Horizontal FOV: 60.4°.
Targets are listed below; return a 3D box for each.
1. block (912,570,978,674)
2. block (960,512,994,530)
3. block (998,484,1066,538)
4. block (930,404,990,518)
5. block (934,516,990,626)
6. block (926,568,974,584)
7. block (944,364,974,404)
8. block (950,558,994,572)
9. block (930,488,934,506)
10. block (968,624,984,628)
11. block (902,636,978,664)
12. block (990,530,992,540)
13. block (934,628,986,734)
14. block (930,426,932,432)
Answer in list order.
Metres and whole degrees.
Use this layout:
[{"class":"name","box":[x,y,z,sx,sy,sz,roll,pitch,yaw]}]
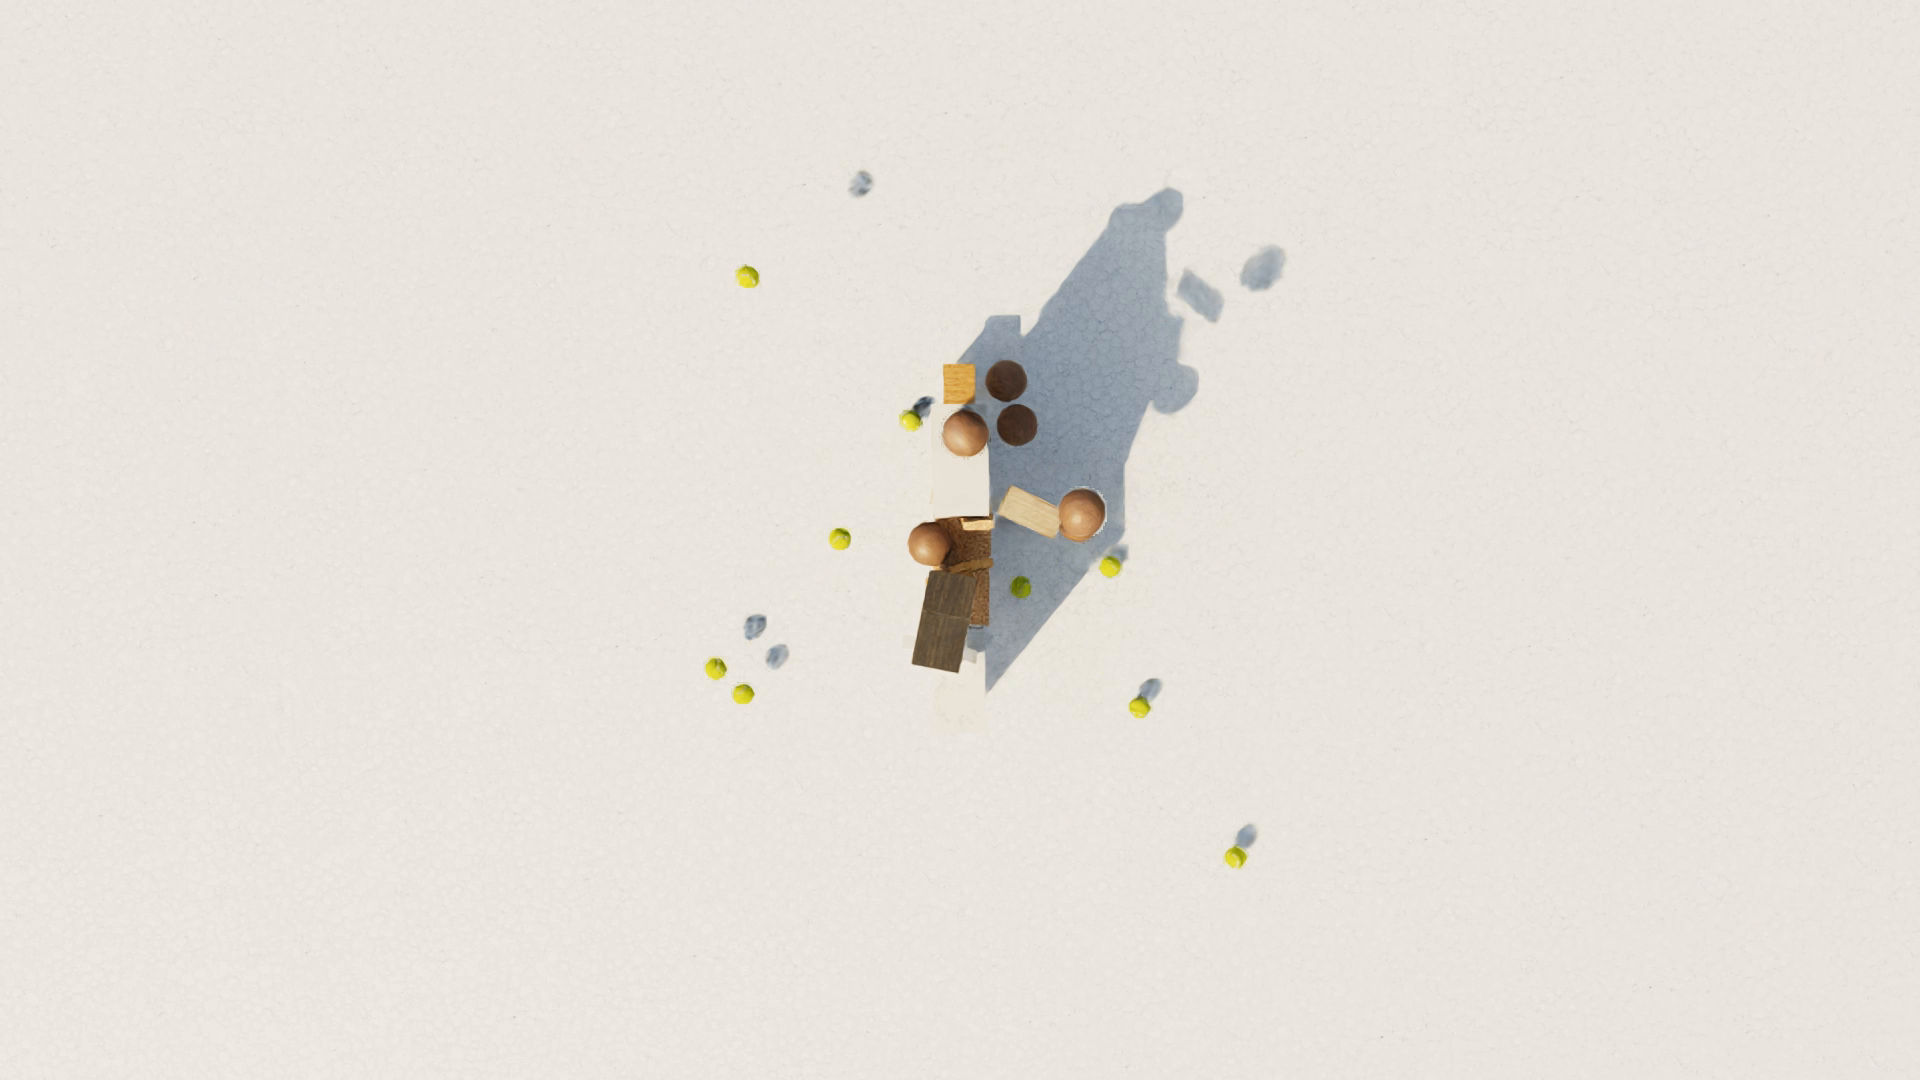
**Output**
[{"class":"block","box":[-0.041,0.221,4.475,0.131,0.037,0.263,11,84,5]},{"class":"block","box":[0.047,-0.061,4.685,0.086,0.172,0.024,-2,104,-3]},{"class":"block","box":[0.199,-0.078,4.612,0.172,0.024,0.086,25,82,-10]},{"class":"block","box":[0.001,-0.223,4.625,0.157,0.044,0.314,-2,92,1]},{"class":"block","box":[0.005,0.083,4.796,0.162,0.046,0.325,1,90,0]},{"class":"block","box":[-0.026,0.119,4.641,0.131,0.263,0.037,-13,86,0]},{"class":"block","box":[-0.003,-0.462,5.285,0.100,0.028,0.201,0,90,0]},{"class":"block","box":[0.032,0.076,4.679,0.086,0.172,0.024,-9,87,-14]},{"class":"block","box":[-0.005,-0.122,4.809,0.157,0.314,0.044,3,90,0]},{"class":"block","box":[-0.003,0.223,5.168,0.155,0.044,0.310,0,90,0]},{"class":"block","box":[-0.054,0.311,4.641,0.131,0.287,0.037,3,80,18]},{"class":"block","box":[0.009,-0.022,5.073,0.162,0.506,0.046,1,89,-1]},{"class":"block","box":[-0.002,0.411,4.821,0.152,0.043,0.303,0,90,0]},{"class":"block","box":[-0.002,-0.327,4.802,0.157,0.314,0.044,1,89,1]}]
